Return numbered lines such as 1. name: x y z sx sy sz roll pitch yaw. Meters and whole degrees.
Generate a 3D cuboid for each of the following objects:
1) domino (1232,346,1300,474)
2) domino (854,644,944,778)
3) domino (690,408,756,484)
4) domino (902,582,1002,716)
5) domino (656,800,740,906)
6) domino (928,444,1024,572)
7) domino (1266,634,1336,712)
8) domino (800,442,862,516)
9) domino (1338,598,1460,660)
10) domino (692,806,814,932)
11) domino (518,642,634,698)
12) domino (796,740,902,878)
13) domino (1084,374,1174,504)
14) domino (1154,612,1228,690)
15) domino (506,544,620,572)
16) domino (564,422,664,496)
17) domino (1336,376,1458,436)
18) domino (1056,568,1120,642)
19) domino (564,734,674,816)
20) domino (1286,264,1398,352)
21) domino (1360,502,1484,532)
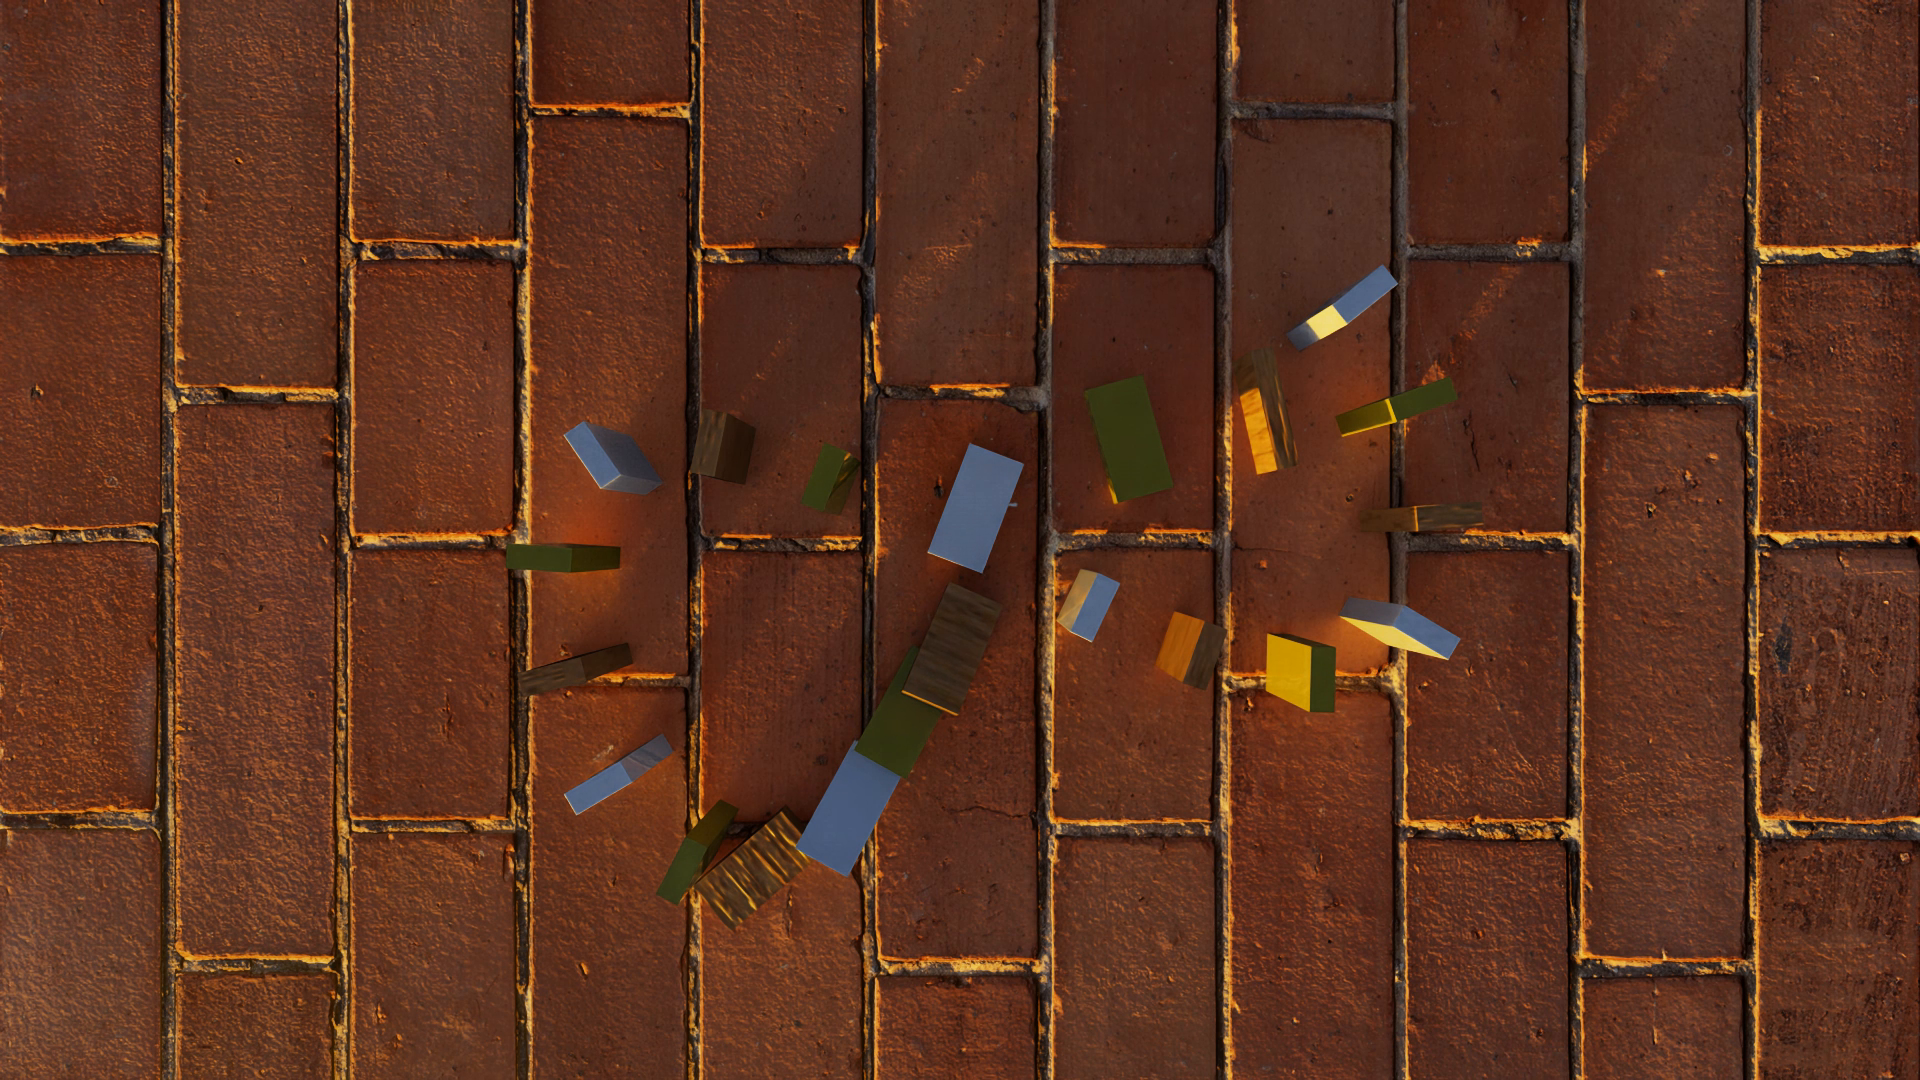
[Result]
1. domino: 0.129 -0.054 0.388 0.010 0.025 0.050 -13 90 0
2. domino: -0.022 0.073 0.390 0.025 0.010 0.050 29 78 0
3. domino: -0.096 -0.037 0.375 0.010 0.050 0.025 11 90 0
4. domino: -0.003 0.046 0.388 0.025 0.010 0.050 24 73 -2
5. domino: -0.106 0.126 0.375 0.010 0.050 0.025 27 90 0
6. domino: 0.007 -0.014 0.395 0.025 0.010 0.050 21 90 0
7. domino: 0.139 0.053 0.375 0.009 0.050 0.025 1 90 0
8. domino: -0.052 -0.024 0.375 0.010 0.050 0.025 22 90 0
9. domino: 0.178 0.035 0.375 0.025 0.050 0.009 31 90 0
10. domino: -0.087 0.141 0.395 0.050 0.010 0.025 -41 90 0
11. domino: -0.156 0.052 0.375 0.025 0.050 0.009 -15 90 0
12. domino: -0.046 0.113 0.390 0.025 0.010 0.050 29 78 0
13. domino: 0.073 -0.043 0.395 0.025 0.010 0.050 -16 90 0
14. domino: 0.094 0.044 0.375 0.009 0.050 0.025 20 90 0
15. domino: -0.161 0.007 0.375 0.025 0.050 0.009 4 90 0
16. domino: -0.140 -0.033 0.375 0.010 0.050 0.025 -35 90 0
17. domino: 0.177 -0.054 0.375 0.025 0.050 0.009 -20 90 0
18. domino: 0.052 0.026 0.375 0.009 0.050 0.025 26 90 0
19. domino: -0.138 0.095 0.375 0.025 0.050 0.009 -31 90 0
20. domino: 0.155 -0.094 0.375 0.025 0.050 0.009 -39 90 0
21. domino: 0.187 -0.009 0.375 0.025 0.050 0.010 -4 90 0
